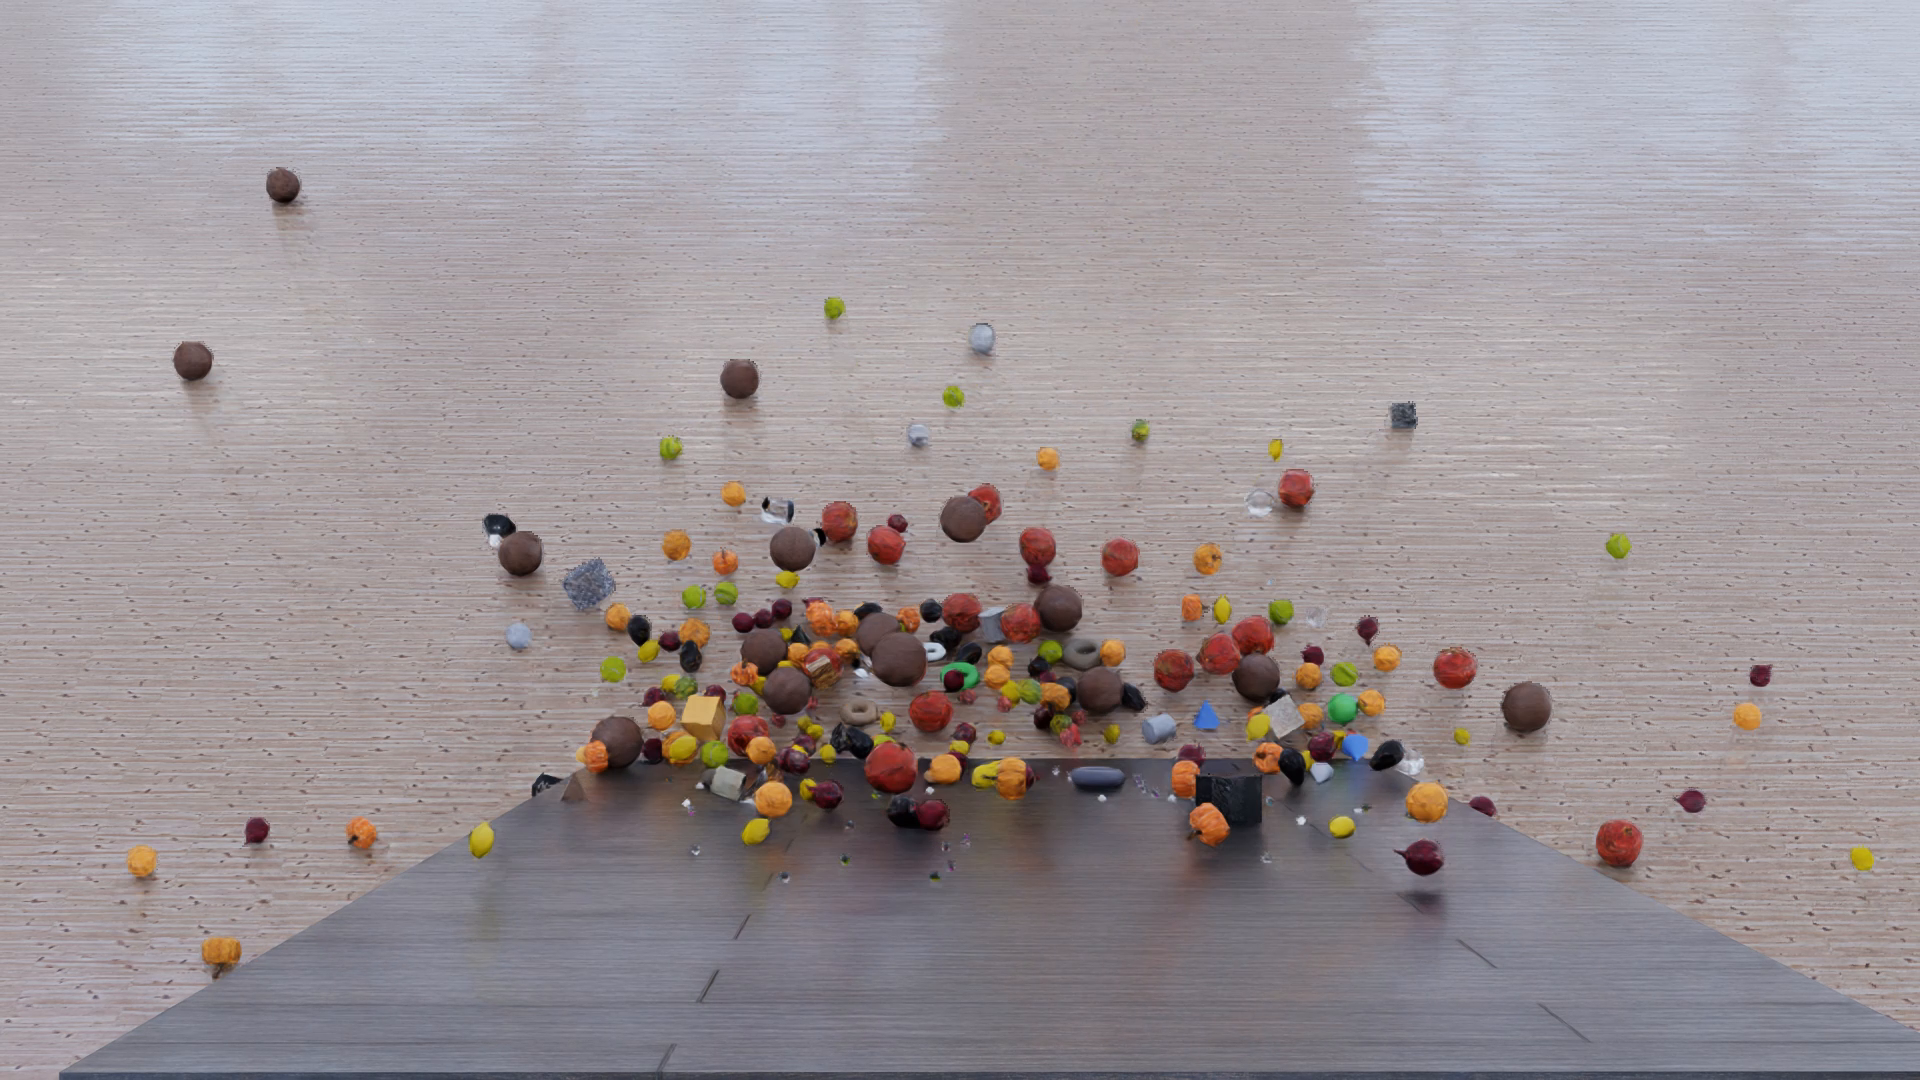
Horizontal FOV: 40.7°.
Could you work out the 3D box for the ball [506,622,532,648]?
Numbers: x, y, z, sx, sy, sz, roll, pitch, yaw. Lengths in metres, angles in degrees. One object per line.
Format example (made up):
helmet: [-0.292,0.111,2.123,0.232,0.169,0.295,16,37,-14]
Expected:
ball: [-1.239,0.270,7.270,0.073,0.073,0.073,0,31,0]

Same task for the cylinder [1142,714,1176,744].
cylinder: [0.529,0.503,6.882,0.066,0.066,0.066,-18,35,-27]

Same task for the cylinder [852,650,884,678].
cylinder: [-0.255,0.343,7.158,0.060,0.060,0.060,23,37,33]

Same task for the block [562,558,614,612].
block: [-1.063,0.129,7.409,0.096,0.096,0.096,-26,15,15]

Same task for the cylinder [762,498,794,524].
cylinder: [-0.553,-0.088,7.841,0.077,0.077,0.077,5,27,-24]

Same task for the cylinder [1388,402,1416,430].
cylinder: [1.434,-0.403,8.397,0.072,0.072,0.072,-21,31,4]

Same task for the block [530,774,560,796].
block: [-0.988,0.603,6.190,0.055,0.055,0.055,16,34,16]

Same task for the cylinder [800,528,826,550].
cylinder: [-0.440,-0.003,7.728,0.055,0.055,0.055,-17,18,35]

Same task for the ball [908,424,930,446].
ball: [-0.134,-0.336,8.295,0.072,0.072,0.072,0,31,0]

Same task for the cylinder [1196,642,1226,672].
cylinder: [0.693,0.322,7.171,0.060,0.060,0.060,-42,43,-9]

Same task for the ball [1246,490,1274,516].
ball: [0.915,-0.113,7.908,0.083,0.083,0.083,0,31,0]

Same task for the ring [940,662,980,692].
ring: [0.001,0.376,7.124,0.109,0.036,0.109,1,35,0]

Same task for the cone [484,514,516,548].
cone: [-1.385,-0.009,7.722,0.098,0.098,0.098,3,42,5]

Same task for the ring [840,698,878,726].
ring: [-0.272,0.464,6.978,0.107,0.036,0.107,-1,30,0]

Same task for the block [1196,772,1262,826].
block: [0.531,0.512,5.124,0.092,0.092,0.092,0,0,-43]

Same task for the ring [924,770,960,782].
ring: [-0.042,0.548,6.008,0.084,0.028,0.084,1,-2,0]

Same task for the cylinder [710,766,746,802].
cylinder: [-0.493,0.519,5.519,0.060,0.060,0.060,19,33,6]

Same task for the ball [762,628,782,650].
ball: [-0.528,0.277,7.270,0.060,0.060,0.060,0,31,0]

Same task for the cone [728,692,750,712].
cone: [-0.610,0.448,7.015,0.054,0.054,0.054,-44,46,-15]

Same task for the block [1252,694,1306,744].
block: [0.844,0.475,6.853,0.088,0.088,0.088,-29,81,-15]

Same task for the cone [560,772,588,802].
cone: [-0.832,0.529,5.581,0.064,0.064,0.064,0,0,0]

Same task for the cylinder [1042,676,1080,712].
cylinder: [0.274,0.417,7.014,0.075,0.075,0.075,18,31,28]

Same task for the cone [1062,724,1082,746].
cone: [0.308,0.527,6.879,0.052,0.052,0.052,-22,63,-32]

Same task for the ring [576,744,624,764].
ring: [-0.914,0.544,6.569,0.126,0.042,0.126,-1,1,0]

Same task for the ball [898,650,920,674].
ball: [-0.140,0.338,7.164,0.063,0.063,0.063,0,31,0]

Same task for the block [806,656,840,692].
block: [-0.370,0.360,6.994,0.062,0.062,0.062,-29,19,-4]

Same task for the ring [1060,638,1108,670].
ring: [0.346,0.317,7.219,0.130,0.043,0.130,0,29,0]

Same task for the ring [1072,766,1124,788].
ring: [0.315,0.541,5.897,0.124,0.041,0.124,1,1,0]

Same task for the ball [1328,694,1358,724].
ball: [1.027,0.453,6.950,0.082,0.082,0.082,0,31,0]

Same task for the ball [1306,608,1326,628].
ball: [1.016,0.220,7.369,0.056,0.056,0.056,0,31,0]

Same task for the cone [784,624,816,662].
cone: [-0.448,0.274,7.240,0.095,0.095,0.095,0,31,0]

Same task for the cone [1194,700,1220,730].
cone: [0.659,0.458,6.929,0.071,0.071,0.071,-4,23,2]

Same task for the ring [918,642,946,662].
ring: [-0.080,0.313,7.242,0.081,0.027,0.081,-1,30,1]

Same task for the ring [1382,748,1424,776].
ring: [1.160,0.581,6.772,0.109,0.036,0.109,0,24,0]

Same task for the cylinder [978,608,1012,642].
cylinder: [0.098,0.240,7.292,0.077,0.077,0.077,-16,11,3]

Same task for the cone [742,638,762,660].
cone: [-0.581,0.297,7.240,0.057,0.057,0.057,0,31,0]

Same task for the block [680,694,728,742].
block: [-0.680,0.474,6.880,0.085,0.085,0.085,4,55,15]

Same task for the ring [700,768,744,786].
ring: [-0.541,0.545,5.924,0.106,0.035,0.106,1,0,0]

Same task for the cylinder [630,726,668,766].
cylinder: [-0.783,0.518,6.519,0.091,0.091,0.091,-7,1,-12]

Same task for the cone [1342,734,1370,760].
cone: [1.015,0.547,6.637,0.071,0.071,0.071,4,21,6]

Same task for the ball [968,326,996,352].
ball: [0.075,-0.690,8.874,0.093,0.093,0.093,0,31,0]

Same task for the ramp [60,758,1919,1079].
ramp: [0.068,0.607,4.673,2.000,0.100,4.000,0,0,0]

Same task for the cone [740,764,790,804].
cone: [-0.429,0.539,5.517,0.095,0.095,0.095,-27,28,12]
